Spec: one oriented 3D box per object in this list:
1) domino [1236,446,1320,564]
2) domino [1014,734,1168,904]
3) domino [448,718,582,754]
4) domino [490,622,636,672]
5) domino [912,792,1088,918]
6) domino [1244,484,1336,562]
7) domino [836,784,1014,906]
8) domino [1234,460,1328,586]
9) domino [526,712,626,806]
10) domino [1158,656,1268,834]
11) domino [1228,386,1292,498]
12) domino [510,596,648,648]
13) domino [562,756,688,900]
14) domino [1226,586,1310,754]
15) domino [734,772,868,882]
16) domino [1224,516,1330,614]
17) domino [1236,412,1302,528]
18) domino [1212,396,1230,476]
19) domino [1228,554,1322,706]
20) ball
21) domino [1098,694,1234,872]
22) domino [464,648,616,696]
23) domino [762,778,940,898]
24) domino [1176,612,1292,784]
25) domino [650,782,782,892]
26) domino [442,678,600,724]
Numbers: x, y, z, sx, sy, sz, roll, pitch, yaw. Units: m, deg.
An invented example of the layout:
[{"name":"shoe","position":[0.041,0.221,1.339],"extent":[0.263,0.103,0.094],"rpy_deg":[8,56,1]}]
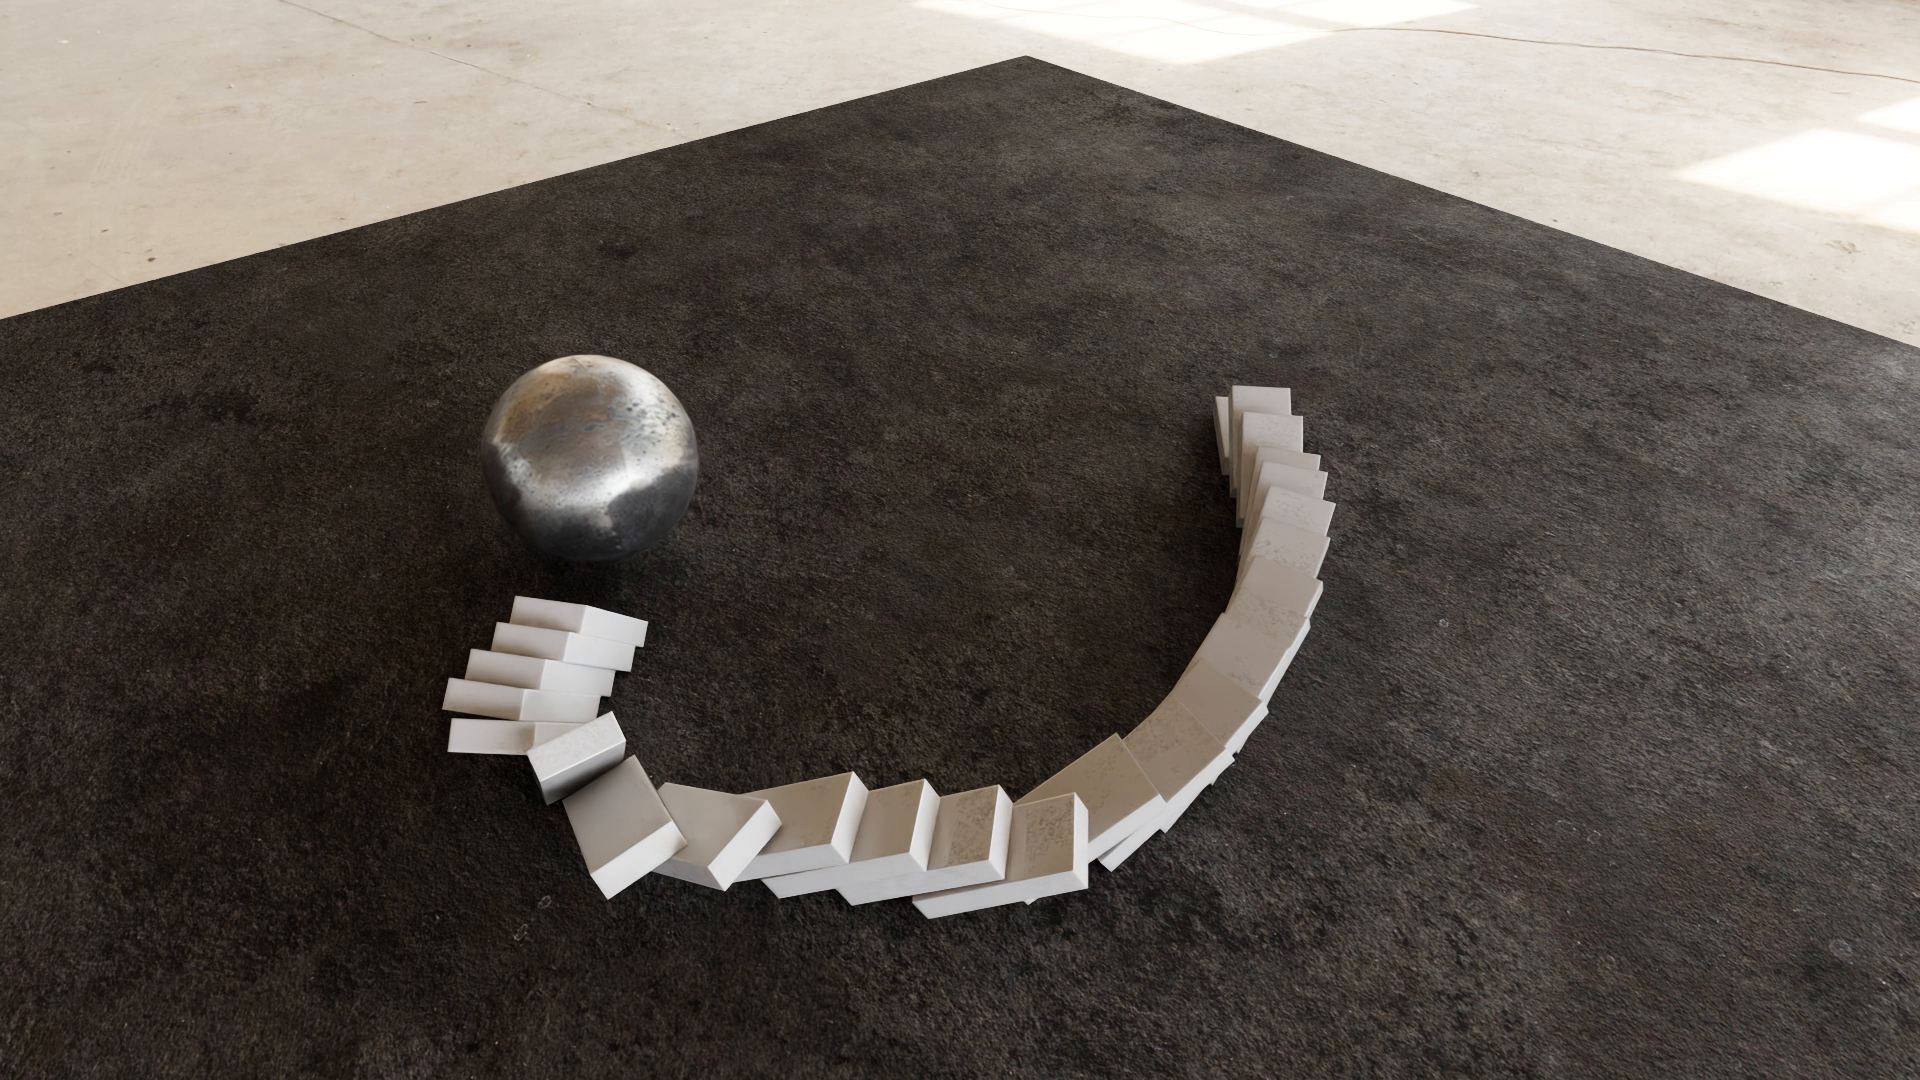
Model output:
[{"name":"domino","position":[0.128,-0.012,0.442],"extent":[0.025,0.010,0.050],"rpy_deg":[10,67,12]},{"name":"domino","position":[0.033,0.082,0.326],"extent":[0.050,0.009,0.025],"rpy_deg":[-35,45,1]},{"name":"domino","position":[-0.134,0.061,0.341],"extent":[0.025,0.050,0.009],"rpy_deg":[2,80,2]},{"name":"domino","position":[-0.133,0.037,0.371],"extent":[0.025,0.050,0.009],"rpy_deg":[7,81,8]},{"name":"domino","position":[0.012,0.090,0.315],"extent":[0.050,0.009,0.025],"rpy_deg":[-19,37,22]},{"name":"domino","position":[0.121,0.007,0.413],"extent":[0.025,0.009,0.050],"rpy_deg":[18,76,14]},{"name":"domino","position":[-0.010,0.088,0.318],"extent":[0.050,0.010,0.025],"rpy_deg":[-17,35,23]},{"name":"domino","position":[0.124,-0.004,0.426],"extent":[0.025,0.009,0.050],"rpy_deg":[13,75,13]},{"name":"domino","position":[-0.115,0.067,0.332],"extent":[0.025,0.050,0.010],"rpy_deg":[-25,79,-25]},{"name":"domino","position":[0.070,0.064,0.346],"extent":[0.050,0.010,0.025],"rpy_deg":[-48,53,-6]},{"name":"domino","position":[0.130,-0.042,0.477],"extent":[0.025,0.009,0.050],"rpy_deg":[3,67,4]},{"name":"domino","position":[-0.131,0.029,0.381],"extent":[0.025,0.050,0.009],"rpy_deg":[7,81,8]},{"name":"domino","position":[-0.099,0.083,0.324],"extent":[0.025,0.009,0.050],"rpy_deg":[-32,25,-18]},{"name":"domino","position":[0.094,0.043,0.371],"extent":[0.025,0.009,0.050],"rpy_deg":[27,78,29]},{"name":"domino","position":[-0.053,0.085,0.323],"extent":[0.050,0.010,0.025],"rpy_deg":[-16,33,24]},{"name":"domino","position":[0.113,0.019,0.399],"extent":[0.025,0.010,0.050],"rpy_deg":[20,77,20]},{"name":"domino","position":[0.130,-0.029,0.461],"extent":[0.025,0.009,0.050],"rpy_deg":[5,67,5]},{"name":"domino","position":[0.131,-0.047,0.501],"extent":[0.025,0.010,0.050],"rpy_deg":[3,39,4]},{"name":"domino","position":[0.104,0.033,0.384],"extent":[0.025,0.010,0.050],"rpy_deg":[24,76,26]},{"name":"ball","position":[-0.142,-0.031,0.426],"extent":[0.080,0.080,0.080],"rpy_deg":[0,39,0]},{"name":"domino","position":[0.056,0.074,0.335],"extent":[0.050,0.009,0.025],"rpy_deg":[-42,48,-1]},{"name":"domino","position":[-0.137,0.044,0.362],"extent":[0.025,0.050,0.009],"rpy_deg":[7,81,8]},{"name":"domino","position":[-0.032,0.087,0.320],"extent":[0.050,0.010,0.025],"rpy_deg":[-17,34,23]},{"name":"domino","position":[0.084,0.052,0.360],"extent":[0.025,0.010,0.050],"rpy_deg":[29,79,29]},{"name":"domino","position":[-0.078,0.086,0.321],"extent":[0.050,0.009,0.025],"rpy_deg":[-3,32,41]},{"name":"domino","position":[-0.139,0.052,0.353],"extent":[0.025,0.050,0.009],"rpy_deg":[7,81,9]}]
